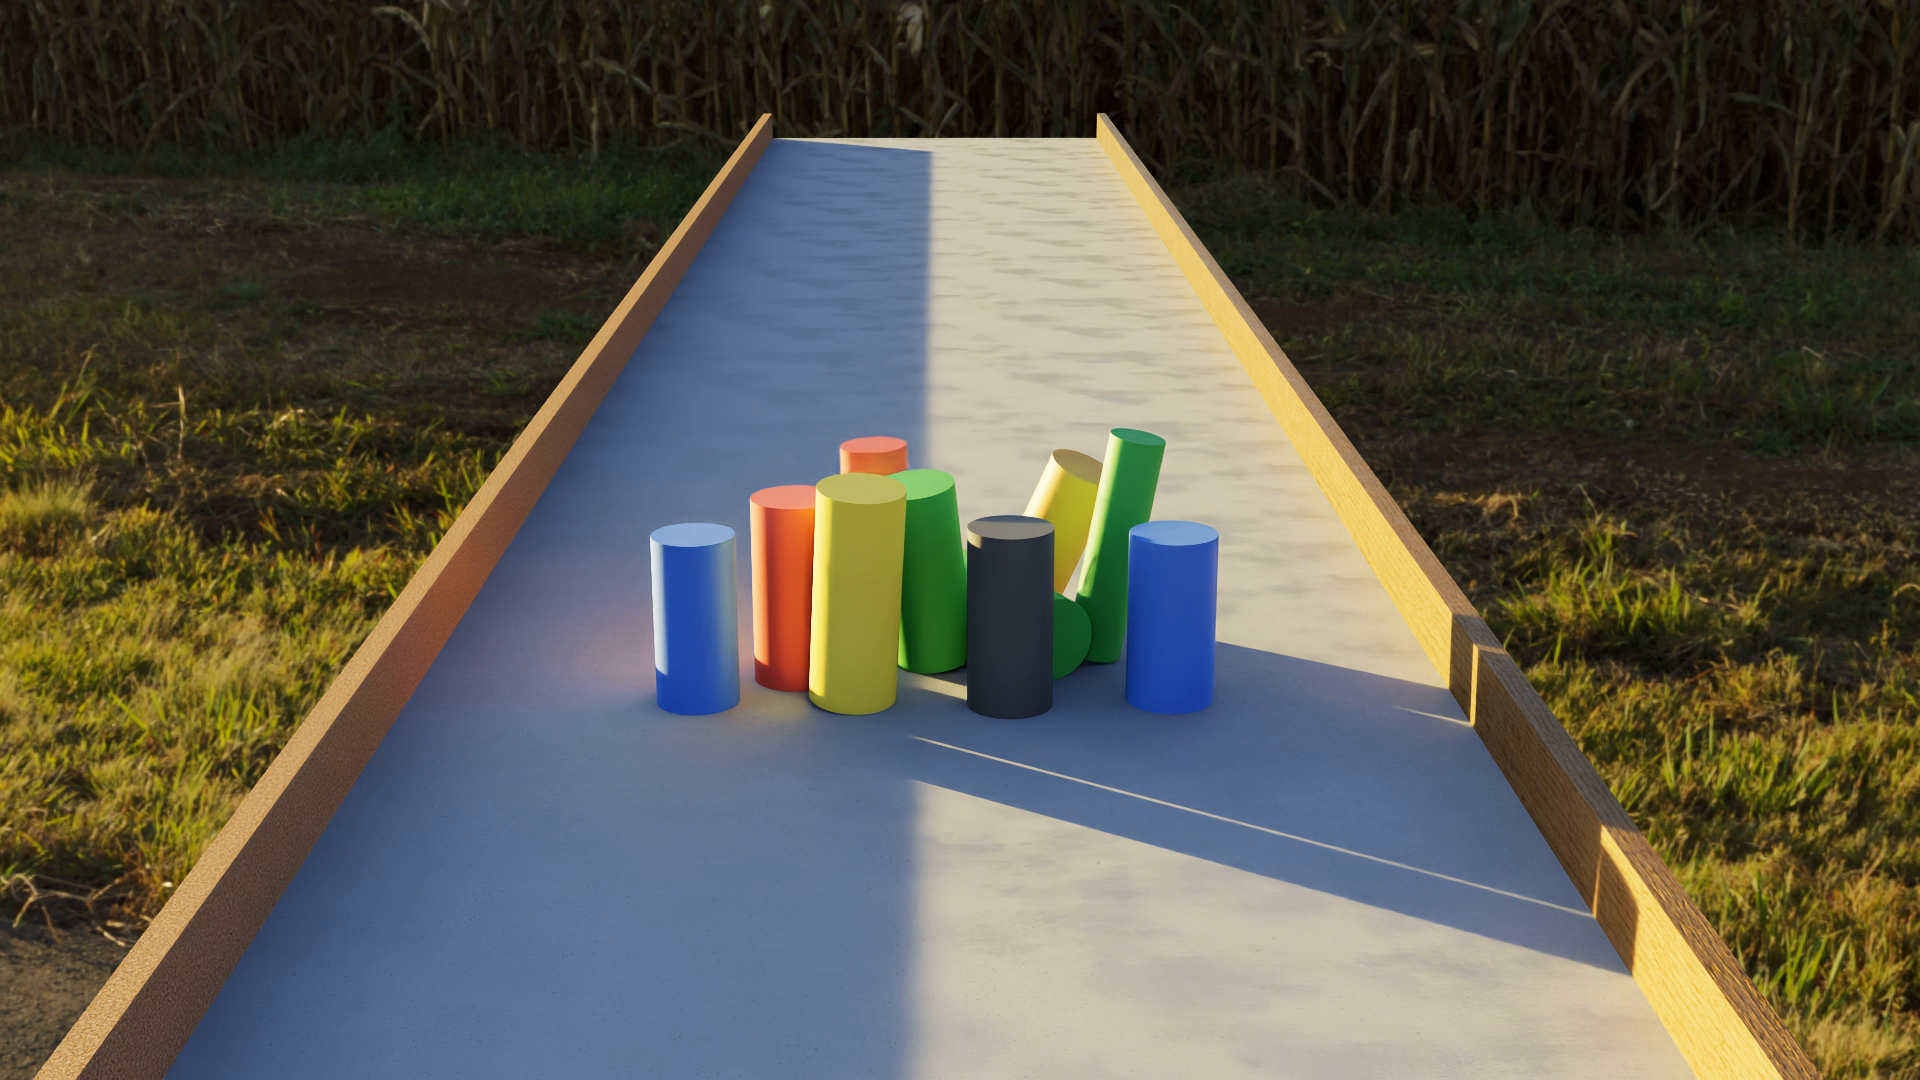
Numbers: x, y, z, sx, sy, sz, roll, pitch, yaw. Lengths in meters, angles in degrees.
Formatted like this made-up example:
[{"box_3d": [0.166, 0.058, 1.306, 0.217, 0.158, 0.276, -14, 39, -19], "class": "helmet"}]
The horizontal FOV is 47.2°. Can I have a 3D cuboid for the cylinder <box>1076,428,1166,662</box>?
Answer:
[{"box_3d": [0.308, 0.012, 4.366, 0.111, 0.455, 0.111, 10, 17, -3], "class": "cylinder"}]

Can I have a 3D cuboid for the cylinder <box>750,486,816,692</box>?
[{"box_3d": [-0.317, 0.093, 4.271, 0.172, 0.366, 0.172, 0, 17, 0], "class": "cylinder"}]

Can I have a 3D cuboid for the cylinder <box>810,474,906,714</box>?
[{"box_3d": [-0.193, 0.101, 4.123, 0.167, 0.421, 0.167, 3, 21, -1], "class": "cylinder"}]

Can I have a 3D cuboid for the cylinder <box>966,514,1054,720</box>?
[{"box_3d": [0.094, 0.144, 4.130, 0.163, 0.350, 0.163, 0, 17, 0], "class": "cylinder"}]

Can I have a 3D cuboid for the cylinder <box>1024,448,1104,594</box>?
[{"box_3d": [0.196, -0.012, 4.629, 0.147, 0.333, 0.147, 20, 24, -9], "class": "cylinder"}]

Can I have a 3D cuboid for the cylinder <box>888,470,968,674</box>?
[{"box_3d": [-0.072, 0.062, 4.338, 0.163, 0.369, 0.163, -6, 22, 2], "class": "cylinder"}]

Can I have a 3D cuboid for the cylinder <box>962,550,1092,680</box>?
[{"box_3d": [0.097, 0.146, 4.445, 0.165, 0.165, 0.380, -9, 19, -27], "class": "cylinder"}]

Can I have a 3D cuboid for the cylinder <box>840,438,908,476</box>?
[{"box_3d": [-0.170, -0.006, 4.553, 0.137, 0.391, 0.137, -2, 16, 1], "class": "cylinder"}]

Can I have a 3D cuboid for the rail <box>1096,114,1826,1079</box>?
[{"box_3d": [0.932, -0.844, 7.801, 0.050, 0.150, 12.000, 0, 17, -1], "class": "rail"}]

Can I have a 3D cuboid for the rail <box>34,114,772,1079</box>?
[{"box_3d": [-1.118, -0.838, 7.780, 0.050, 0.150, 12.000, 0, 17, -1], "class": "rail"}]

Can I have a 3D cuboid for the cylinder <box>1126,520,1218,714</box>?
[{"box_3d": [0.400, 0.145, 4.160, 0.167, 0.331, 0.167, 0, 17, 0], "class": "cylinder"}]

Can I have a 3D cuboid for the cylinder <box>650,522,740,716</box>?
[{"box_3d": [-0.499, 0.148, 4.149, 0.158, 0.330, 0.158, 0, 17, 0], "class": "cylinder"}]
